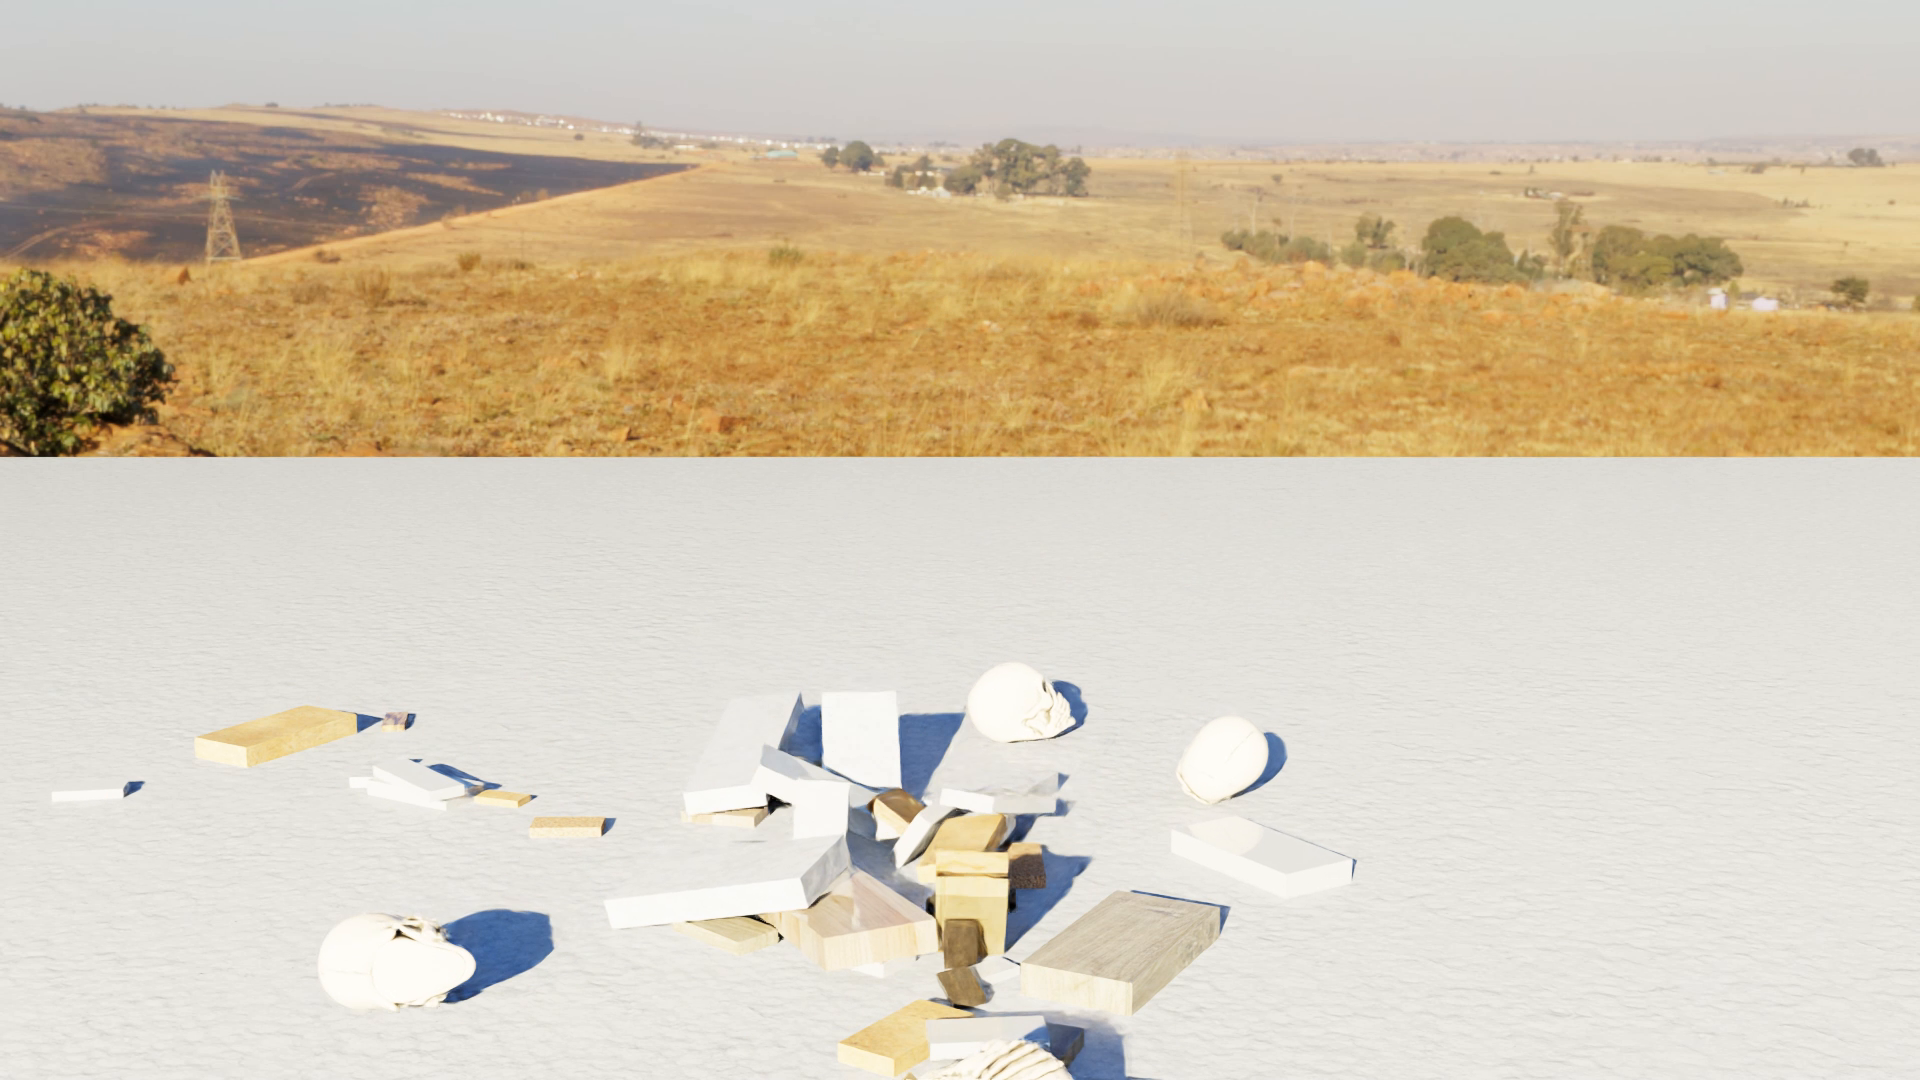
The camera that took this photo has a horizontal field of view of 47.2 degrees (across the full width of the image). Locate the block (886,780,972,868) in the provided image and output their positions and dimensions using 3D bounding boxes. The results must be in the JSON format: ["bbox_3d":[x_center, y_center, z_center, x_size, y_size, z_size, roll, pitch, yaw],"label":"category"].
[{"bbox_3d":[-0.050,0.500,3.872,0.030,0.105,0.211,39,21,11],"label":"block"}]

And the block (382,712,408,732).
[{"bbox_3d":[-1.211,0.389,4.715,0.047,0.013,0.111,-2,11,-9],"label":"block"}]

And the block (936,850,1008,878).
[{"bbox_3d":[0.016,0.499,3.303,0.106,0.030,0.212,2,-16,0],"label":"block"}]

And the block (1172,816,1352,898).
[{"bbox_3d":[0.517,0.545,3.797,0.148,0.042,0.297,-6,12,-33],"label":"block"}]

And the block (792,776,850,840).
[{"bbox_3d":[-0.236,0.490,3.702,0.088,0.176,0.025,4,3,-3],"label":"block"}]

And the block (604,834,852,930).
[{"bbox_3d":[-0.370,0.545,3.511,0.354,0.050,0.177,-10,12,23],"label":"block"}]

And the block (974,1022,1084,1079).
[{"bbox_3d":[0.095,0.704,2.983,0.095,0.027,0.190,4,11,20],"label":"block"}]

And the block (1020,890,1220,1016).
[{"bbox_3d":[0.249,0.624,3.349,0.177,0.050,0.354,5,12,27],"label":"block"}]

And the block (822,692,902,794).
[{"bbox_3d":[-0.187,0.405,4.154,0.143,0.040,0.285,-1,43,-4],"label":"block"}]

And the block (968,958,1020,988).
[{"bbox_3d":[0.038,0.651,3.303,0.097,0.014,0.049,-9,14,-40],"label":"block"}]

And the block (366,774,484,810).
[{"bbox_3d":[-1.023,0.475,4.207,0.203,0.029,0.102,6,12,30],"label":"block"}]

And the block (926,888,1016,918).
[{"bbox_3d":[0.015,0.568,3.437,0.106,0.030,0.212,4,-15,-8],"label":"block"}]

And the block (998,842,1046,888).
[{"bbox_3d":[0.103,0.559,3.776,0.079,0.022,0.174,0,11,-1],"label":"block"}]

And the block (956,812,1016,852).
[{"bbox_3d":[0.018,0.527,3.845,0.105,0.030,0.211,-7,12,18],"label":"block"}]

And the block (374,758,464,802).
[{"bbox_3d":[-1.029,0.456,4.178,0.072,0.020,0.228,-9,14,-40],"label":"block"}]

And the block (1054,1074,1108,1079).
[{"bbox_3d":[0.196,0.729,2.860,0.157,0.022,0.079,2,11,13],"label":"block"}]

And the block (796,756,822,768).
[{"bbox_3d":[-0.379,0.450,4.240,0.203,0.029,0.102,-3,14,27],"label":"block"}]

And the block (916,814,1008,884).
[{"bbox_3d":[0.005,0.521,3.729,0.105,0.030,0.211,-7,13,16],"label":"block"}]

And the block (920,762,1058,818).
[{"bbox_3d":[0.059,0.481,4.143,0.143,0.040,0.285,6,12,28],"label":"block"}]

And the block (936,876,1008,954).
[{"bbox_3d":[0.016,0.567,3.317,0.106,0.030,0.212,2,-34,0],"label":"block"}]

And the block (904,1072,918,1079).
[{"bbox_3d":[-0.110,0.727,2.684,0.027,0.095,0.190,42,19,7],"label":"block"}]

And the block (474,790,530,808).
[{"bbox_3d":[-0.867,0.490,4.169,0.094,0.013,0.047,4,11,20],"label":"block"}]

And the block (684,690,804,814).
[{"bbox_3d":[-0.414,0.407,4.288,0.148,0.042,0.567,-7,13,5],"label":"block"}]

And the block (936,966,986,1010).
[{"bbox_3d":[0.001,0.657,3.226,0.049,0.014,0.097,-13,18,-12],"label":"block"}]

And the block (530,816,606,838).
[{"bbox_3d":[-0.712,0.521,3.992,0.128,0.018,0.064,0,11,-2],"label":"block"}]

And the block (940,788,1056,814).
[{"bbox_3d":[0.070,0.462,3.894,0.102,0.029,0.250,6,-3,29],"label":"block"}]

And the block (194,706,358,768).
[{"bbox_3d":[-1.413,0.404,4.553,0.148,0.042,0.297,6,12,30],"label":"block"}]

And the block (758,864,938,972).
[{"bbox_3d":[-0.199,0.582,3.460,0.177,0.050,0.436,-6,7,-22],"label":"block"}]

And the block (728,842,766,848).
[{"bbox_3d":[-0.315,0.550,3.818,0.178,0.025,0.088,0,11,1],"label":"block"}]

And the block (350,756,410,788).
[{"bbox_3d":[-1.142,0.457,4.330,0.072,0.020,0.143,1,11,4],"label":"block"}]

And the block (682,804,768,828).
[{"bbox_3d":[-0.435,0.504,4.065,0.143,0.020,0.072,3,15,15],"label":"block"}]

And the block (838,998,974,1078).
[{"bbox_3d":[-0.074,0.690,3.054,0.095,0.027,0.190,7,13,34],"label":"block"}]

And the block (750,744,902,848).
[{"bbox_3d":[-0.234,0.459,3.939,0.285,0.040,0.143,25,8,-7],"label":"block"}]

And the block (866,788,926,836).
[{"bbox_3d":[-0.103,0.485,3.922,0.088,0.025,0.176,37,7,11],"label":"block"}]

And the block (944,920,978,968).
[{"bbox_3d":[0.001,0.610,3.313,0.049,0.097,0.014,0,40,-1],"label":"block"}]

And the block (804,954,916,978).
[{"bbox_3d":[-0.155,0.633,3.377,0.157,0.022,0.079,8,13,36],"label":"block"}]

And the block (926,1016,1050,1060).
[{"bbox_3d":[0.037,0.677,2.992,0.162,0.023,0.081,-1,11,-6],"label":"block"}]

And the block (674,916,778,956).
[{"bbox_3d":[-0.370,0.615,3.471,0.162,0.023,0.081,10,15,44],"label":"block"}]

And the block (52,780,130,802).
[{"bbox_3d":[-1.665,0.480,4.214,0.128,0.018,0.064,-2,11,-9],"label":"block"}]
